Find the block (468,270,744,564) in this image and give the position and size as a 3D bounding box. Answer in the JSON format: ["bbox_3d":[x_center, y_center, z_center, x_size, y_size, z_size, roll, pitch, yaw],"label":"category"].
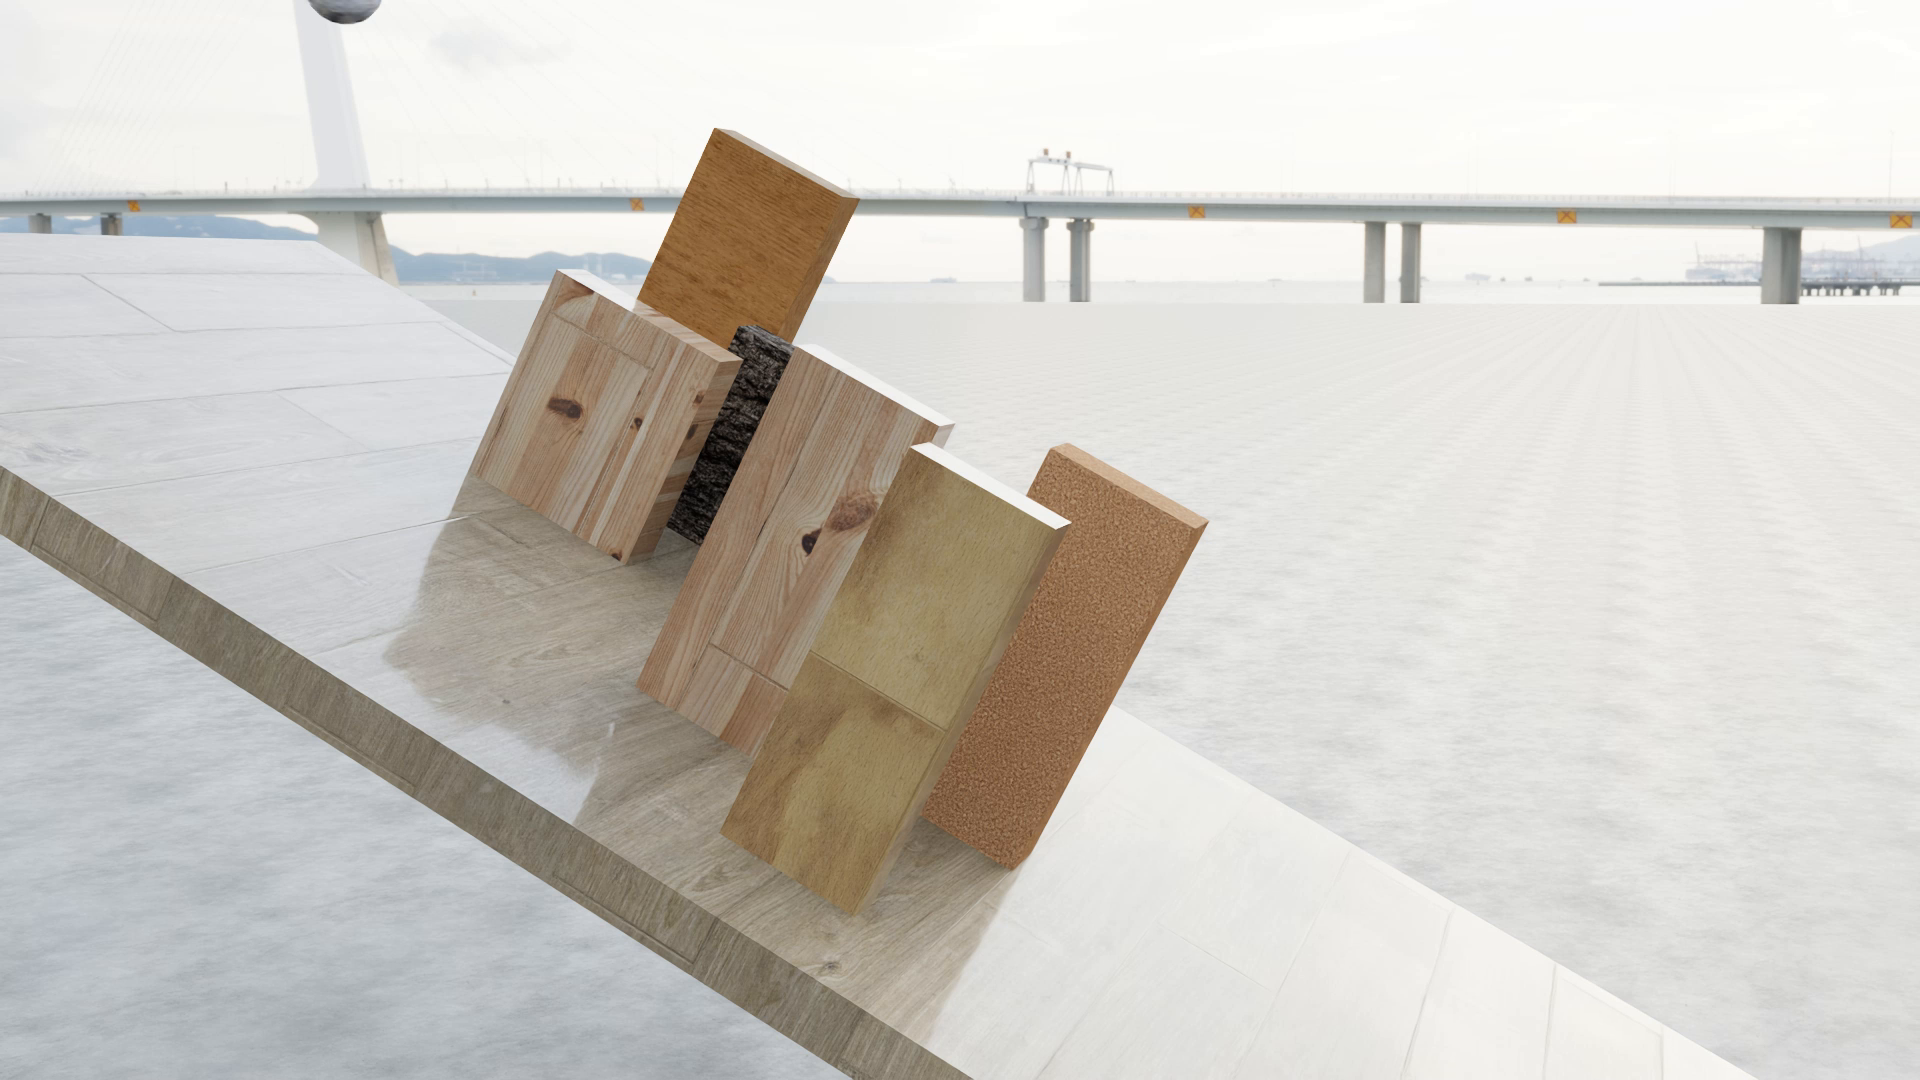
[{"bbox_3d":[-0.711,-0.249,4.398,0.388,0.453,0.119,30,14,12],"label":"block"}]

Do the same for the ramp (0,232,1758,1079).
[{"bbox_3d":[-0.229,0.383,4.151,4.000,0.100,2.000,30,14,12],"label":"ramp"}]

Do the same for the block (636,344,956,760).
[{"bbox_3d":[-0.285,0.028,3.737,0.280,0.664,0.091,30,14,12],"label":"block"}]

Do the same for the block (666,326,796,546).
[{"bbox_3d":[-0.375,-0.155,4.663,0.409,0.459,0.104,30,14,12],"label":"block"}]

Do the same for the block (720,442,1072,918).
[{"bbox_3d":[-0.104,0.214,3.352,0.252,0.685,0.093,30,14,12],"label":"block"}]

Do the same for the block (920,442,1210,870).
[{"bbox_3d":[0.140,0.203,3.835,0.282,0.687,0.127,30,14,12],"label":"block"}]

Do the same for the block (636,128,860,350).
[{"bbox_3d":[-0.553,-0.520,5.035,0.343,0.756,0.119,30,14,12],"label":"block"}]

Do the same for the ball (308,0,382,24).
[{"bbox_3d":[-1.322,-1.195,4.721,0.173,0.173,0.173,0,7,0],"label":"ball"}]
